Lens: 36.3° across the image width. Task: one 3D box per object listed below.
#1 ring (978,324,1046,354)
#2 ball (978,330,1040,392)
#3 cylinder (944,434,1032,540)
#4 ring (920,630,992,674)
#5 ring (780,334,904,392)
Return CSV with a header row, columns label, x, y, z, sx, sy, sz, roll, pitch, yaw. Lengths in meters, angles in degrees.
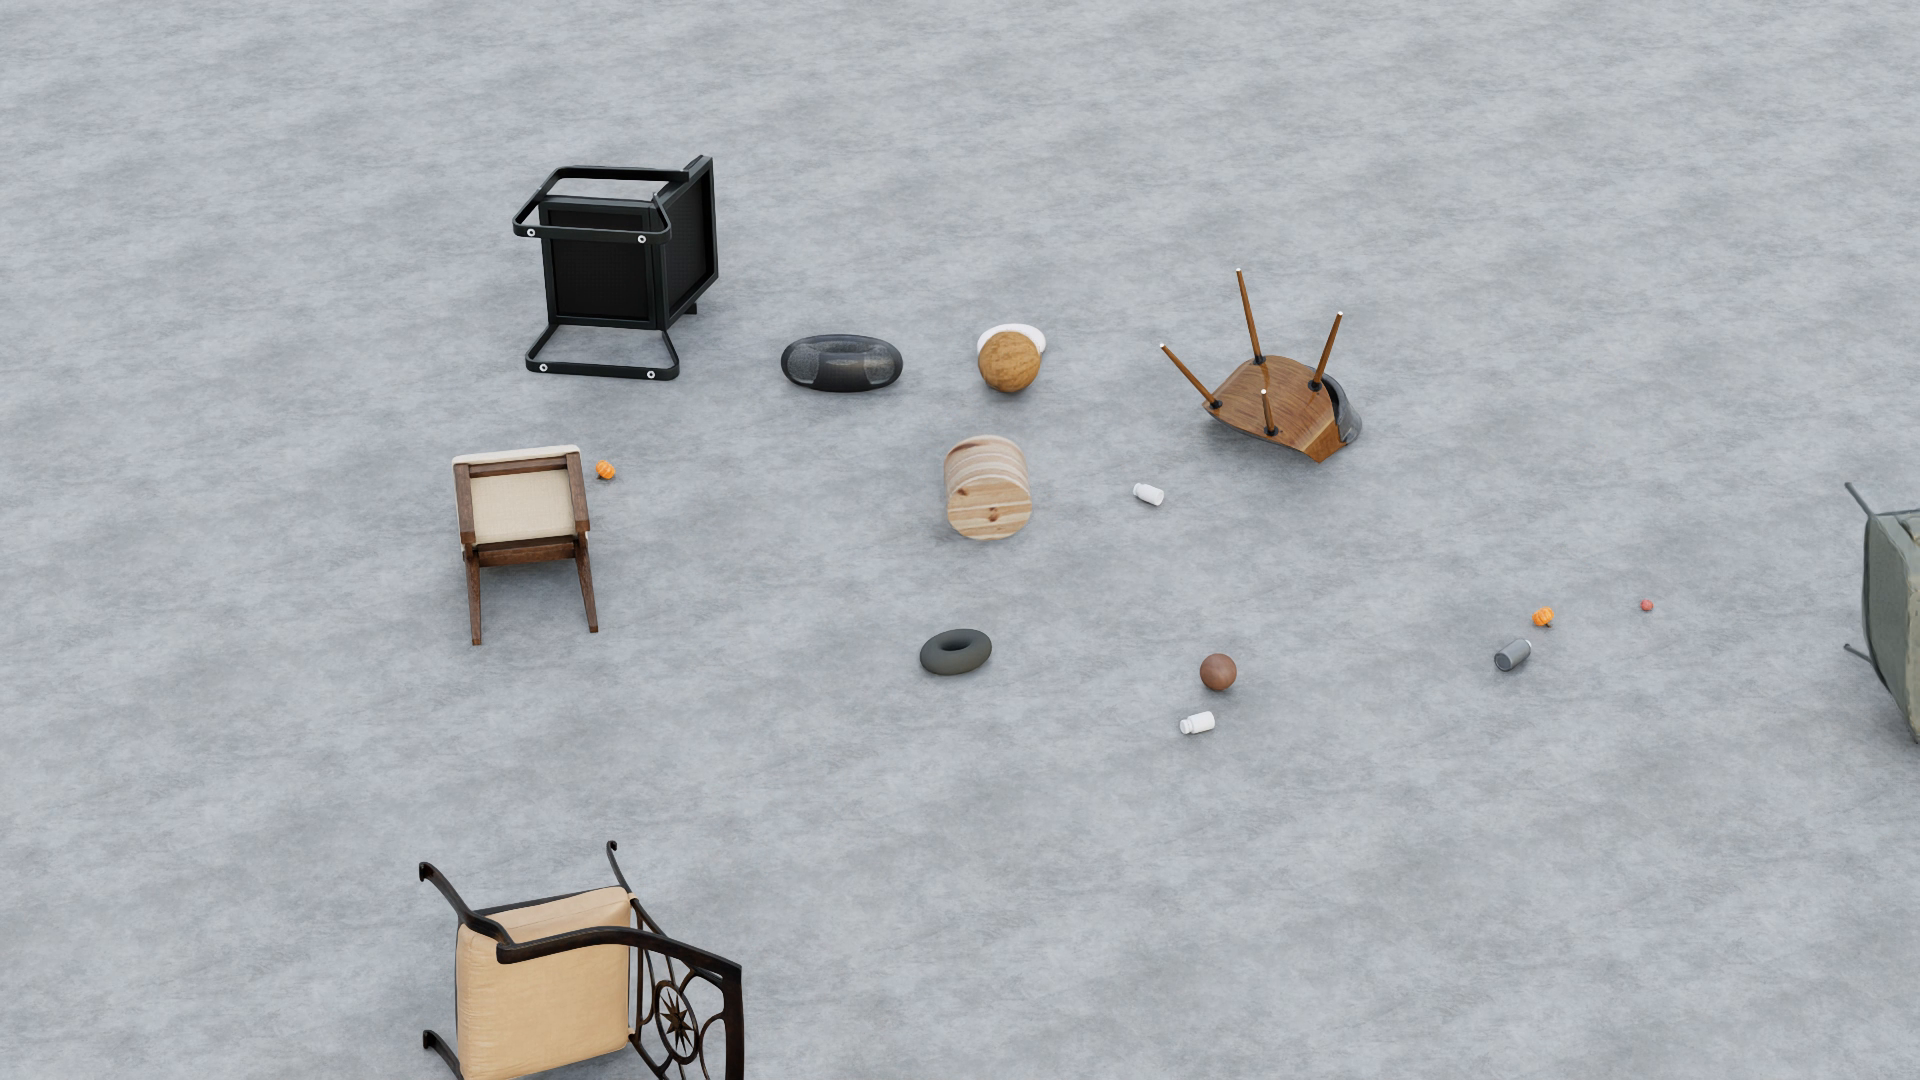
label,x,y,z,sx,sy,sz,roll,pitch,yaw
ring,0.212,-0.806,12.088,0.297,0.089,0.257,-19,37,-27
ball,0.197,-0.719,11.809,0.249,0.249,0.249,0,33,0
cylinder,0.100,-0.198,10.997,0.314,0.273,0.312,-5,34,0
ring,-0.014,0.391,10.269,0.266,0.092,0.187,-15,35,-20
ring,-0.478,-0.716,11.875,0.499,0.176,0.243,1,31,0
